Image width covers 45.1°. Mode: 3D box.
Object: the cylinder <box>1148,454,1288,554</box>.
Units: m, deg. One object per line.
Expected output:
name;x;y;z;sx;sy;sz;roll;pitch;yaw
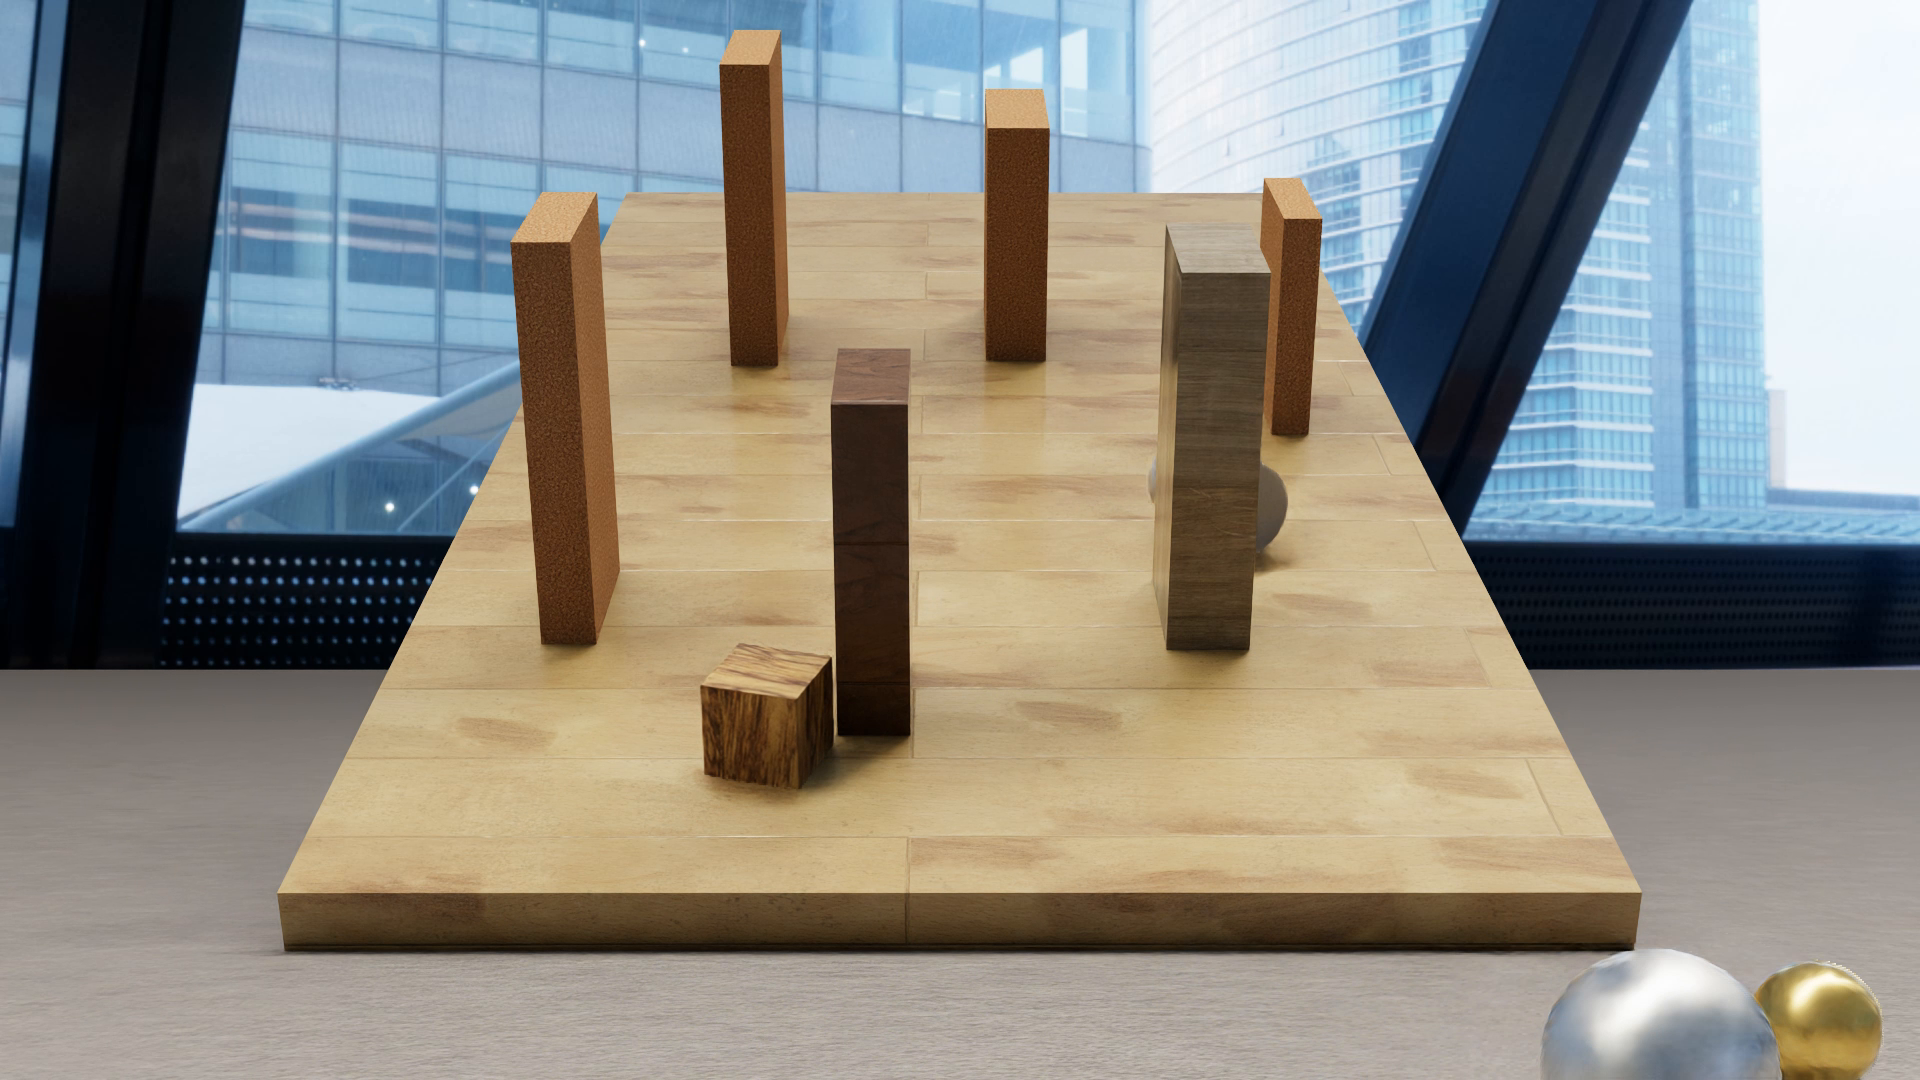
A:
cylinder;0.506;-0.092;4.553;0.204;0.204;0.204;1;21;-23

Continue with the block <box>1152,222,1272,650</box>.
block;0.443;-0.186;4.144;0.149;0.700;0.310;0;23;0

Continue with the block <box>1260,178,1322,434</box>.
block;0.733;-0.530;5.209;0.083;0.493;0.350;0;23;0

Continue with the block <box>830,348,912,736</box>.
block;-0.143;0.002;3.850;0.121;0.583;0.275;0;23;0

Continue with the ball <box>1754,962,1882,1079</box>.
ball;0.855;0.486;2.314;0.127;0.127;0.127;0;-3;0

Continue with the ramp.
ramp;-0.007;-0.226;5.249;2.000;0.100;4.000;0;23;0

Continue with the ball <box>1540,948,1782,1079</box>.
ball;0.574;0.432;1.900;0.190;0.190;0.190;0;-3;0

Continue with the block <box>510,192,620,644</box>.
block;-0.702;-0.219;4.159;0.099;0.744;0.326;0;23;0

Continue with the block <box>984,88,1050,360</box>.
block;0.135;-0.781;5.693;0.145;0.570;0.426;0;23;0

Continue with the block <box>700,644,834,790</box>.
block;-0.309;0.283;3.730;0.161;0.161;0.161;7;24;16

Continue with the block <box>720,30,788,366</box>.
block;-0.495;-0.833;5.616;0.114;0.725;0.411;0;23;0
